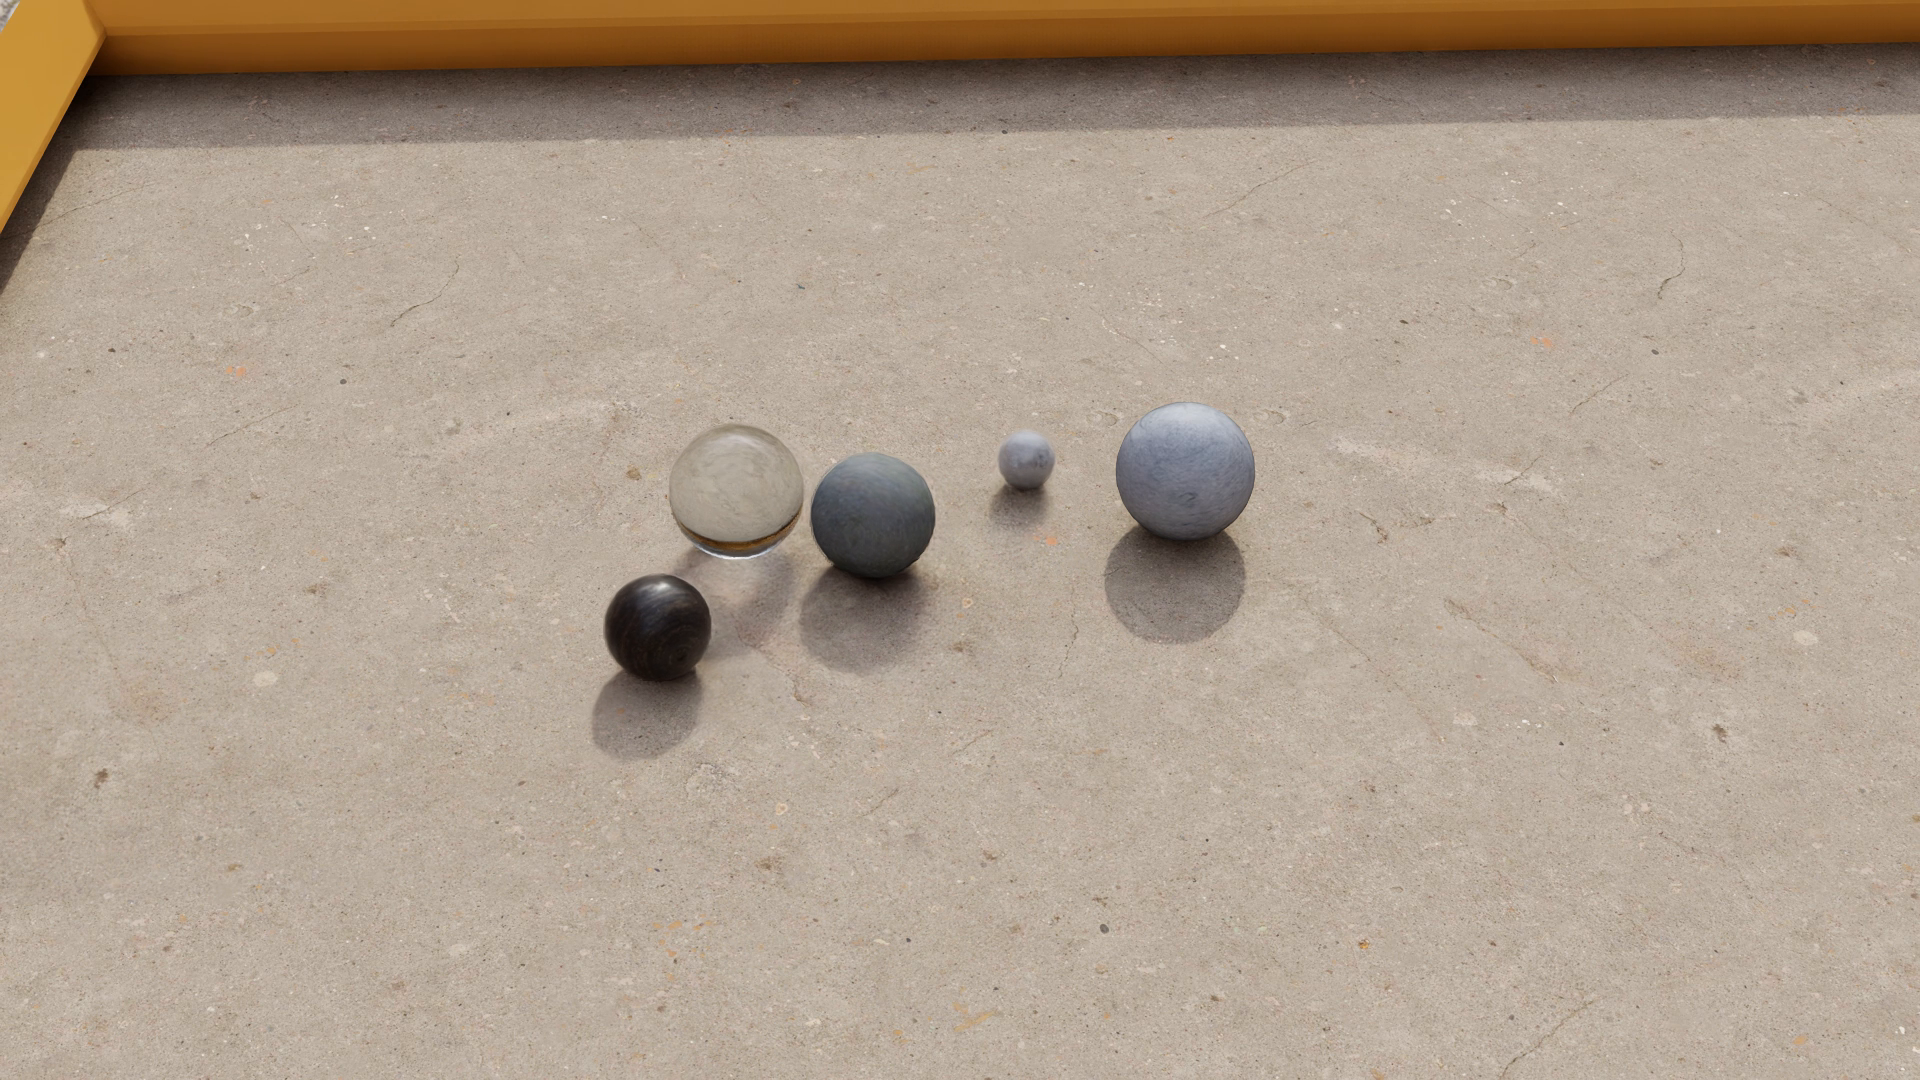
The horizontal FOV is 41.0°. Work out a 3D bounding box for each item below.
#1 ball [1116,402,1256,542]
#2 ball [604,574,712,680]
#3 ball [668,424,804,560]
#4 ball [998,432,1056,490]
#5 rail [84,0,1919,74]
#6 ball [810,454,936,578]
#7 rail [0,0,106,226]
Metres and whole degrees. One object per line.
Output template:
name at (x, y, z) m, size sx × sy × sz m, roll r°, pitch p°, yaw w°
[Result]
ball at (0.154, -0.047, 1.752) m, size 0.095 × 0.095 × 0.095 m, roll 0°, pitch 36°, yaw 0°
ball at (-0.192, 0.055, 1.634) m, size 0.068 × 0.068 × 0.068 m, roll 0°, pitch 36°, yaw 0°
ball at (-0.151, -0.032, 1.735) m, size 0.092 × 0.092 × 0.092 m, roll 0°, pitch 36°, yaw 0°
ball at (0.047, -0.056, 1.812) m, size 0.041 × 0.041 × 0.041 m, roll 0°, pitch 36°, yaw 0°
rail at (0.743, -0.506, 2.366) m, size 3.110 × 0.124 × 0.045 m, roll -1°, pitch 36°, yaw -2°
ball at (-0.058, -0.016, 1.720) m, size 0.084 × 0.084 × 0.084 m, roll 0°, pitch 36°, yaw 0°
rail at (-0.753, -0.001, 1.662) m, size 0.045 × 0.124 × 1.651 m, roll -1°, pitch 36°, yaw -2°
